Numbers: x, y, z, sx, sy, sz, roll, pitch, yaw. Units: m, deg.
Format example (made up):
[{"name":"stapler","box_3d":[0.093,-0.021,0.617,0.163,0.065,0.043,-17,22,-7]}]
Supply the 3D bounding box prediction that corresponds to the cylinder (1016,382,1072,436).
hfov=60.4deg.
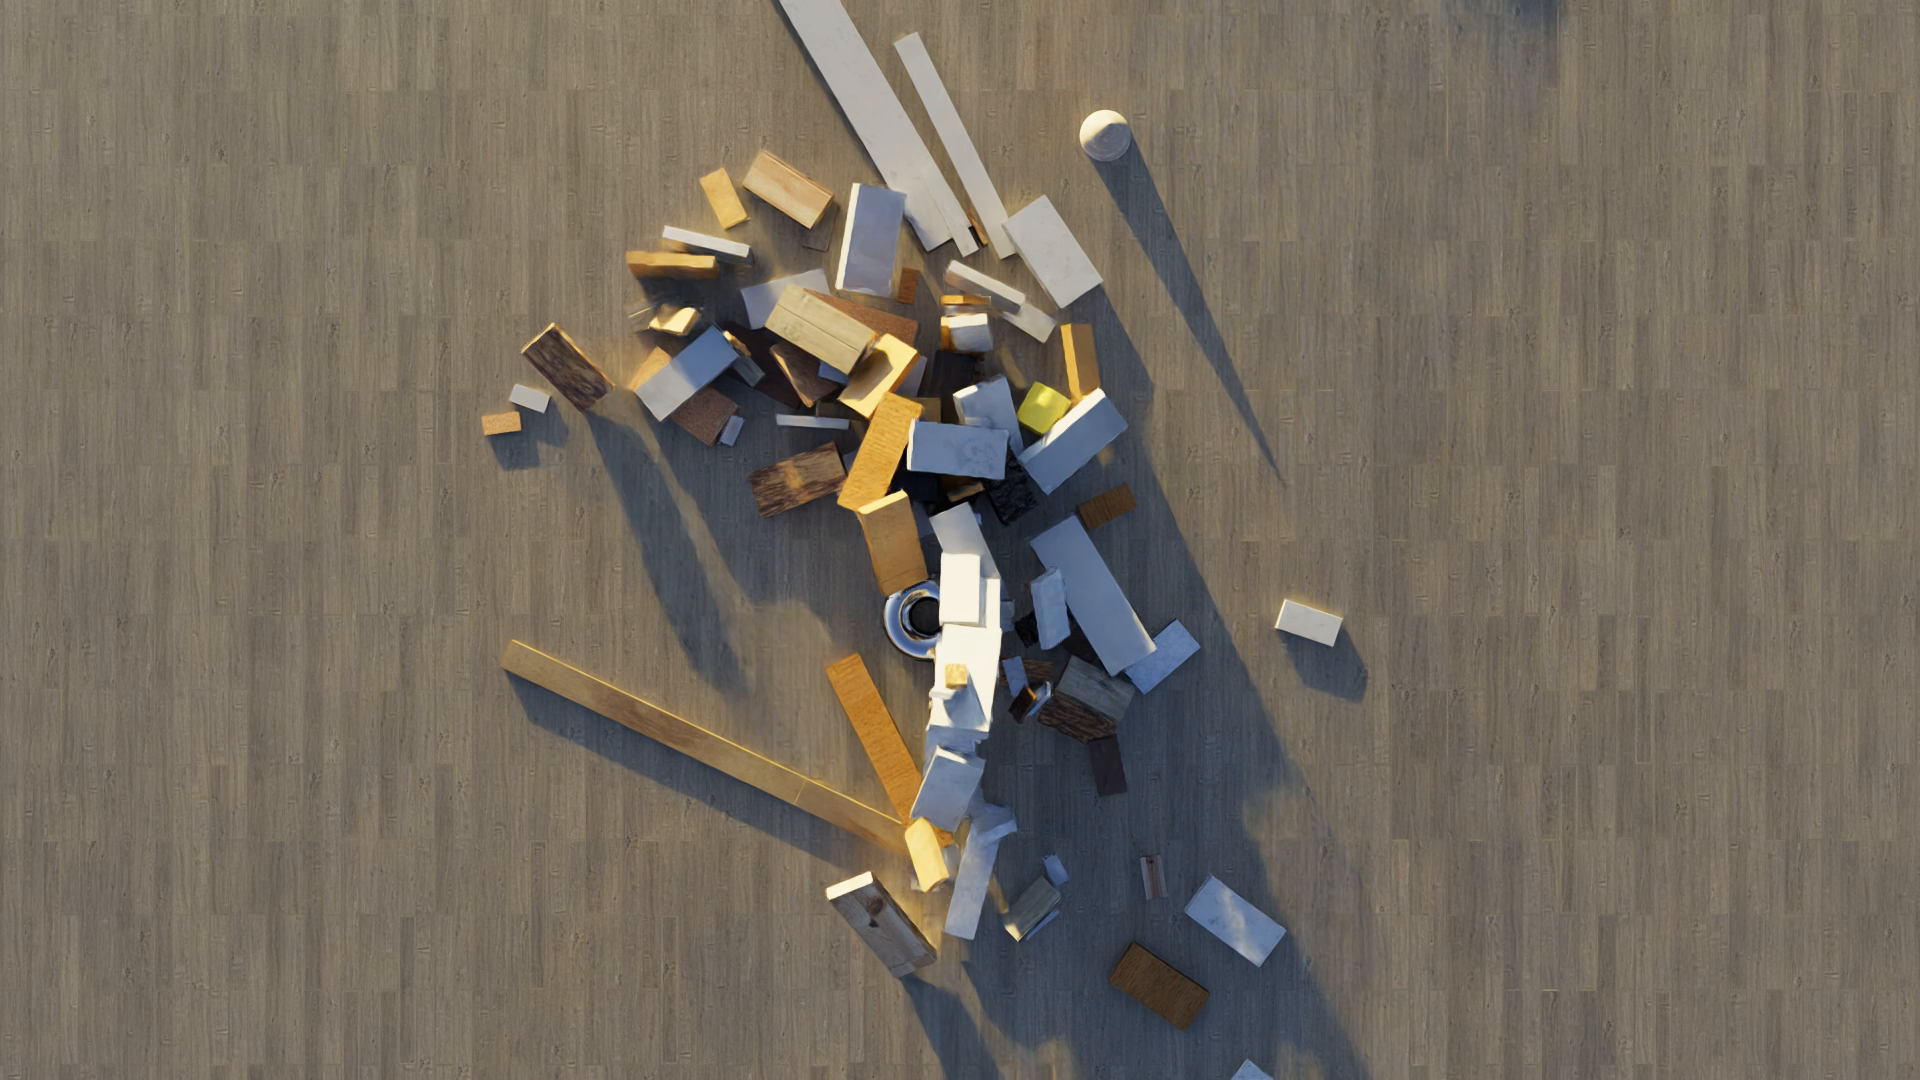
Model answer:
[{"name":"cylinder","box_3d":[0.272,-0.425,5.429,0.141,0.141,0.141,30,90,0]}]

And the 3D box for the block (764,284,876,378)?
[{"name":"block","box_3d":[-0.452,-0.680,5.337,0.329,0.047,0.164,31,90,11]}]

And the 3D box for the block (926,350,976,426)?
[{"name":"block","box_3d":[-0.037,-0.474,5.345,0.132,0.037,0.264,11,99,0]}]

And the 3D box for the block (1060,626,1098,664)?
[{"name":"block","box_3d":[0.462,0.302,5.483,0.246,0.035,0.123,-44,90,0]}]

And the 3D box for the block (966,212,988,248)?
[{"name":"block","box_3d":[0.057,-1.029,5.471,0.016,0.058,0.116,-29,90,0]}]

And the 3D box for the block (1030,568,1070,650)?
[{"name":"block","box_3d":[0.296,0.226,5.387,0.034,0.119,0.239,9,119,41]}]

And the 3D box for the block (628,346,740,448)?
[{"name":"block","box_3d":[-0.916,-0.475,5.476,0.334,0.047,0.167,36,90,0]}]

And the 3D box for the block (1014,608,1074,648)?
[{"name":"block","box_3d":[0.275,0.273,5.487,0.185,0.026,0.092,-32,90,0]}]

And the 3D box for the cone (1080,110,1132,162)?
[{"name":"cone","box_3d":[0.485,-1.348,5.415,0.171,0.171,0.171,0,90,0]}]

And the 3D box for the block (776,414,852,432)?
[{"name":"block","box_3d":[-0.481,-0.386,5.441,0.235,0.117,0.033,4,90,0]}]

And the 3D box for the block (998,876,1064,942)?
[{"name":"block","box_3d":[0.235,1.221,5.463,0.208,0.029,0.104,-45,64,-1]}]

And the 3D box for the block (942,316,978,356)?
[{"name":"block","box_3d":[0.001,-0.642,5.387,0.121,0.241,0.034,-1,60,0]}]

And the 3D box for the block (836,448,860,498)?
[{"name":"block","box_3d":[-0.294,-0.243,5.456,0.280,0.040,0.140,-24,90,10]}]

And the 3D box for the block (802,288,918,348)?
[{"name":"block","box_3d":[-0.349,-0.693,5.439,0.393,0.047,0.164,15,87,-10]}]

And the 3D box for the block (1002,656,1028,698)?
[{"name":"block","box_3d":[0.187,0.453,5.463,0.063,0.018,0.127,-16,90,0]}]

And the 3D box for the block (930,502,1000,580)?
[{"name":"block","box_3d":[0.016,0.026,5.212,0.133,0.038,0.266,-24,92,0]}]

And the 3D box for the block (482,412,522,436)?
[{"name":"block","box_3d":[-1.524,-0.388,5.491,0.123,0.017,0.062,-8,90,0]}]

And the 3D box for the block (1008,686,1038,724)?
[{"name":"block","box_3d":[0.194,0.509,5.108,0.056,0.016,0.113,52,127,32]}]

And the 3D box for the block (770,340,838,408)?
[{"name":"block","box_3d":[-0.513,-0.559,5.419,0.117,0.033,0.235,-31,79,-18]}]

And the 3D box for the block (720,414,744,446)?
[{"name":"block","box_3d":[-0.756,-0.365,5.465,0.049,0.014,0.097,19,100,-37]}]

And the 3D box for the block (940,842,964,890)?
[{"name":"block","box_3d":[-0.003,1.106,5.486,0.095,0.027,0.191,-36,90,0]}]

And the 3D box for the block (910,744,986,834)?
[{"name":"block","box_3d":[-0.040,0.778,5.143,0.154,0.044,0.308,19,128,-3]}]

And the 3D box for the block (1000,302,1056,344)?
[{"name":"block","box_3d":[0.229,-0.734,5.488,0.171,0.024,0.086,32,90,0]}]

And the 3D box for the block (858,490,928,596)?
[{"name":"block","box_3d":[-0.210,0.013,5.237,0.158,0.045,0.316,-24,123,-17]}]

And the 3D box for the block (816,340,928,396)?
[{"name":"block","box_3d":[-0.287,-0.566,5.402,0.329,0.047,0.164,16,87,-10]}]

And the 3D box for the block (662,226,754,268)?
[{"name":"block","box_3d":[-0.826,-0.964,5.428,0.282,0.141,0.040,13,85,0]}]

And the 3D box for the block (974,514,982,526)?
[{"name":"block","box_3d":[0.002,-0.056,5.367,0.133,0.266,0.038,-10,90,0]}]

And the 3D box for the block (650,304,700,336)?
[{"name":"block","box_3d":[-0.932,-0.720,5.393,0.180,0.025,0.090,16,71,43]}]

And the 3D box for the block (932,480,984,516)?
[{"name":"block","box_3d":[-0.008,-0.124,5.329,0.119,0.242,0.034,-21,81,-17]}]

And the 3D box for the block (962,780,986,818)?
[{"name":"block","box_3d":[0.010,0.774,5.265,0.108,0.031,0.217,-11,95,1]}]

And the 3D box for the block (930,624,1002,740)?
[{"name":"block","box_3d":[0.019,0.420,4.928,0.173,0.049,0.347,7,56,3]}]

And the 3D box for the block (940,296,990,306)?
[{"name":"block","box_3d":[0.015,-0.779,5.370,0.092,0.185,0.026,-2,98,-24]}]

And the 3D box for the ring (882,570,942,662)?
[{"name":"ring","box_3d":[-0.108,0.252,5.450,0.305,0.102,0.305,0,89,-1]}]

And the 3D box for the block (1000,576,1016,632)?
[{"name":"block","box_3d":[0.117,0.218,5.473,0.092,0.026,0.185,-12,90,18]}]

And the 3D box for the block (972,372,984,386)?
[{"name":"block","box_3d":[-0.003,-0.427,5.423,0.132,0.037,0.264,8,112,-3]}]

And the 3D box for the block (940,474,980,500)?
[{"name":"block","box_3d":[0.010,-0.271,5.438,0.132,0.037,0.264,5,110,0]}]

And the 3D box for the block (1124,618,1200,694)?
[{"name":"block","box_3d":[0.665,0.388,5.483,0.247,0.035,0.123,-41,90,0]}]

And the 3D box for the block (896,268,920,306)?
[{"name":"block","box_3d":[-0.172,-0.845,5.492,0.058,0.016,0.116,10,90,0]}]

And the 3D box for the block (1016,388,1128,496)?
[{"name":"block","box_3d":[0.370,-0.321,5.412,0.354,0.050,0.177,-41,134,3]}]

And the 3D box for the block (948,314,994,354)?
[{"name":"block","box_3d":[0.038,-0.653,5.231,0.121,0.241,0.034,-5,77,5]}]

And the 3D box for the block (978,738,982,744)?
[{"name":"block","box_3d":[0.017,0.574,5.109,0.110,0.221,0.031,8,65,2]}]

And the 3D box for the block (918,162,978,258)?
[{"name":"block","box_3d":[-0.037,-1.090,5.443,0.058,0.016,0.327,-27,90,0]}]

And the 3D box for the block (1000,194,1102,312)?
[{"name":"block","box_3d":[0.304,-0.950,5.461,0.172,0.049,0.344,-35,92,-6]}]

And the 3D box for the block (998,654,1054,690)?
[{"name":"block","box_3d":[0.207,0.443,5.486,0.197,0.028,0.099,8,90,0]}]

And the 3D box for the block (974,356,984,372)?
[{"name":"block","box_3d":[0.006,-0.488,5.436,0.121,0.034,0.241,7,112,-2]}]

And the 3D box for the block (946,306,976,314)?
[{"name":"block","box_3d":[0.002,-0.754,5.407,0.092,0.185,0.026,-1,99,0]}]

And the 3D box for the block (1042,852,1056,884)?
[{"name":"block","box_3d":[0.312,1.093,5.493,0.048,0.014,0.095,-20,90,0]}]

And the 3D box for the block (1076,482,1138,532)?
[{"name":"block","box_3d":[0.490,-0.111,5.487,0.185,0.026,0.092,-27,90,0]}]

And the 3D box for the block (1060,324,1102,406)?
[{"name":"block","box_3d":[0.403,-0.578,5.437,0.037,0.131,0.263,-8,90,38]}]

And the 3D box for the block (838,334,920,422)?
[{"name":"block","box_3d":[-0.262,-0.526,5.328,0.135,0.038,0.269,33,82,25]}]
